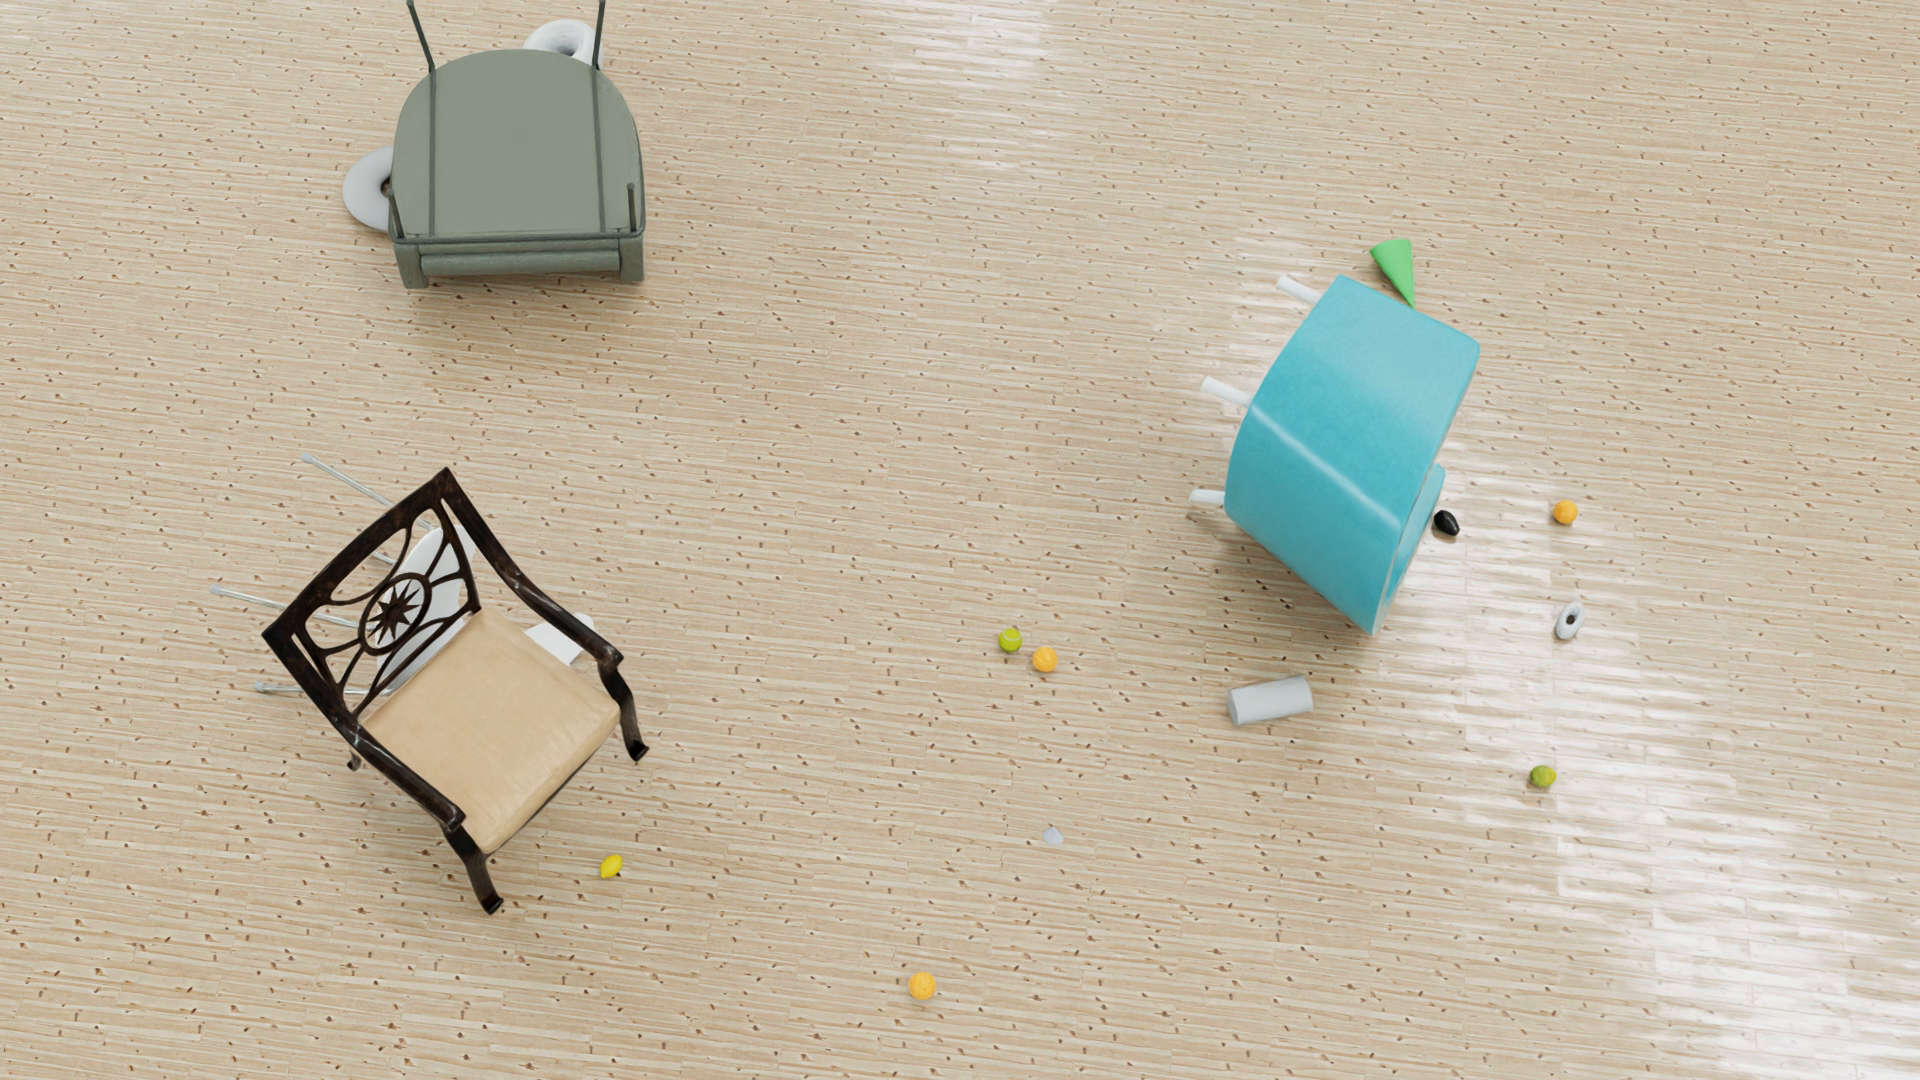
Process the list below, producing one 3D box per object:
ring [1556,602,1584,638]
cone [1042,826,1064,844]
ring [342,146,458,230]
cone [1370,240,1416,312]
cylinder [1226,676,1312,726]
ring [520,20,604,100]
[{"bbox_3d":[1.773,0.232,6.390,0.068,0.048,0.133,27,62,15],"label":"ring"},{"bbox_3d":[0.255,0.795,6.002,0.062,0.063,0.047,23,59,14],"label":"cone"},{"bbox_3d":[-1.865,-1.174,7.321,0.378,0.059,0.373,23,59,11],"label":"ring"},{"bbox_3d":[1.429,-0.840,7.104,0.151,0.106,0.241,-6,68,-29],"label":"cone"},{"bbox_3d":[0.875,0.453,6.218,0.219,0.085,0.109,-10,52,-7],"label":"cylinder"},{"bbox_3d":[-1.377,-1.662,7.604,0.282,0.146,0.316,21,60,15],"label":"ring"}]
